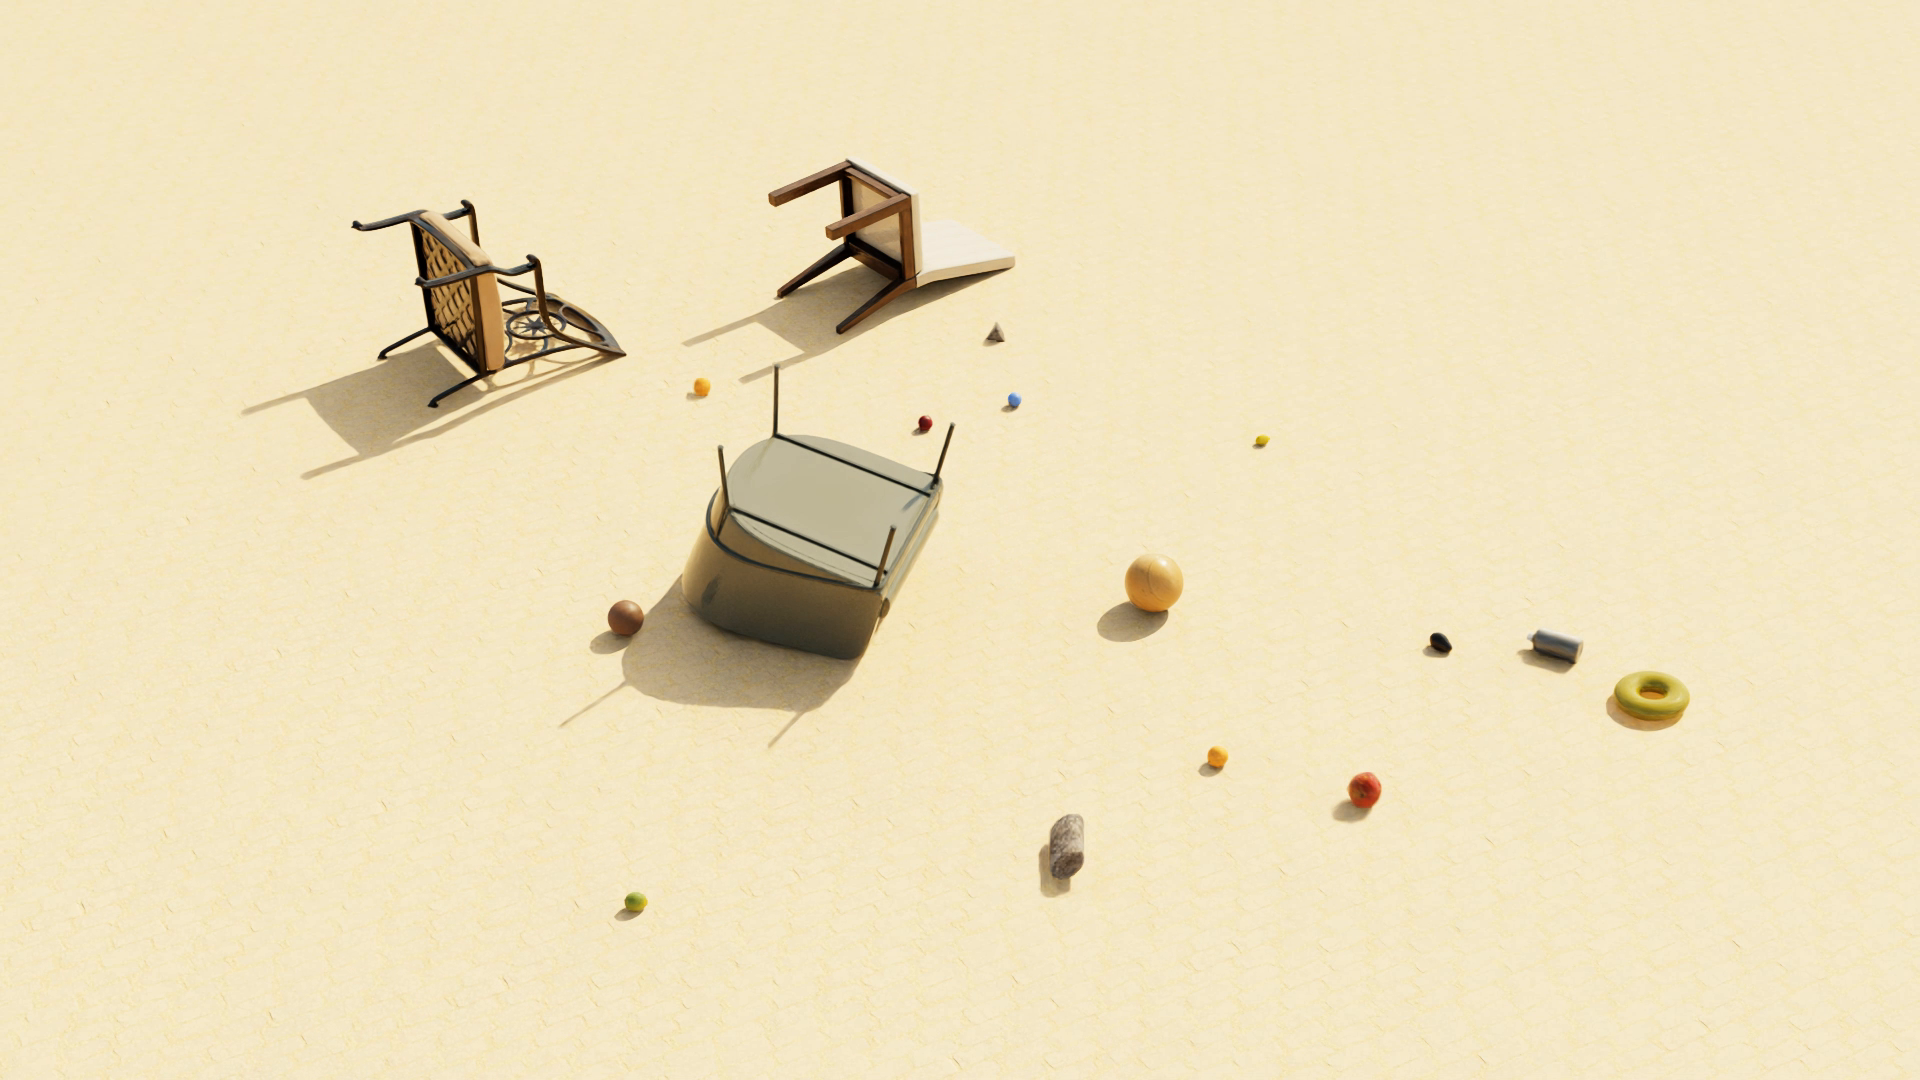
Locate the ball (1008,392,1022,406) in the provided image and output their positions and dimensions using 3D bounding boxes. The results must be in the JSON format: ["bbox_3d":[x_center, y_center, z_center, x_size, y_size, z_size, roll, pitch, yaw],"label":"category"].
[{"bbox_3d":[0.219,-0.564,11.747,0.058,0.058,0.058,0,33,0],"label":"ball"}]

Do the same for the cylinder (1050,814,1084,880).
[{"bbox_3d":[0.343,0.977,9.359,0.081,0.132,0.191,36,27,-21],"label":"cylinder"}]

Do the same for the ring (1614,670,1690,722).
[{"bbox_3d":[2.376,0.535,10.073,0.266,0.068,0.252,-17,37,-23],"label":"ring"}]

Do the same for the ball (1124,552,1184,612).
[{"bbox_3d":[0.696,0.153,10.518,0.214,0.214,0.214,0,33,0],"label":"ball"}]
